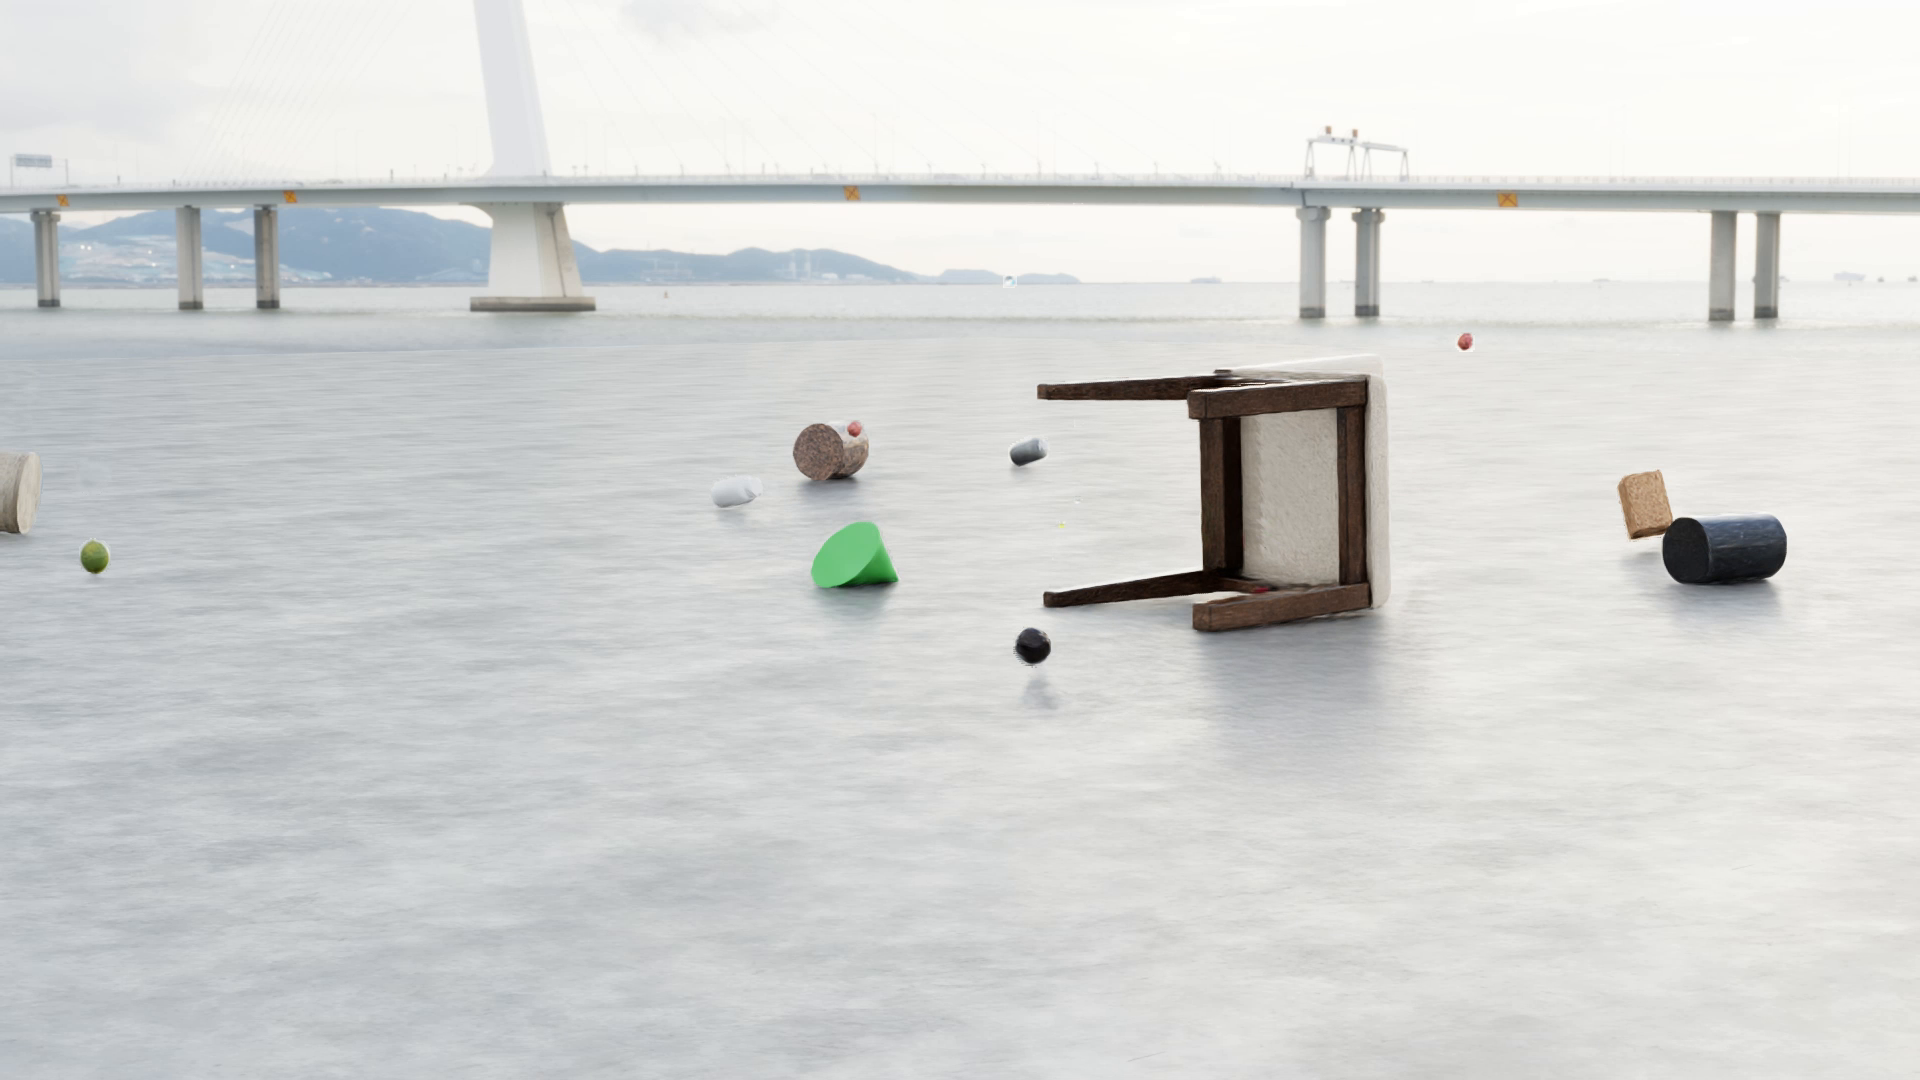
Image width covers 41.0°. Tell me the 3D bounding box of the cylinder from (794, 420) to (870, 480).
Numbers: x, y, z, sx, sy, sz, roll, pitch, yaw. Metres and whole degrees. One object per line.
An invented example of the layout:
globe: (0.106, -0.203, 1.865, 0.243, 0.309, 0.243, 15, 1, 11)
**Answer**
cylinder: (-0.418, -0.293, 8.365, 0.190, 0.178, 0.181, -40, -12, 23)

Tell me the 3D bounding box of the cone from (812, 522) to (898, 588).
cone: (-0.187, 0.059, 5.492, 0.197, 0.131, 0.174, -31, -38, 28)

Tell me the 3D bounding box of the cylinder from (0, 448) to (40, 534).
cylinder: (-2.428, -0.124, 6.536, 0.109, 0.210, 0.201, 8, 0, -5)

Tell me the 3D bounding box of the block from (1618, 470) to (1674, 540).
block: (1.666, -0.086, 6.234, 0.091, 0.139, 0.088, -9, -16, 1)

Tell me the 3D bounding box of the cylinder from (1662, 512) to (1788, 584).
cylinder: (1.650, 0.017, 5.537, 0.226, 0.145, 0.142, -3, 20, -28)
